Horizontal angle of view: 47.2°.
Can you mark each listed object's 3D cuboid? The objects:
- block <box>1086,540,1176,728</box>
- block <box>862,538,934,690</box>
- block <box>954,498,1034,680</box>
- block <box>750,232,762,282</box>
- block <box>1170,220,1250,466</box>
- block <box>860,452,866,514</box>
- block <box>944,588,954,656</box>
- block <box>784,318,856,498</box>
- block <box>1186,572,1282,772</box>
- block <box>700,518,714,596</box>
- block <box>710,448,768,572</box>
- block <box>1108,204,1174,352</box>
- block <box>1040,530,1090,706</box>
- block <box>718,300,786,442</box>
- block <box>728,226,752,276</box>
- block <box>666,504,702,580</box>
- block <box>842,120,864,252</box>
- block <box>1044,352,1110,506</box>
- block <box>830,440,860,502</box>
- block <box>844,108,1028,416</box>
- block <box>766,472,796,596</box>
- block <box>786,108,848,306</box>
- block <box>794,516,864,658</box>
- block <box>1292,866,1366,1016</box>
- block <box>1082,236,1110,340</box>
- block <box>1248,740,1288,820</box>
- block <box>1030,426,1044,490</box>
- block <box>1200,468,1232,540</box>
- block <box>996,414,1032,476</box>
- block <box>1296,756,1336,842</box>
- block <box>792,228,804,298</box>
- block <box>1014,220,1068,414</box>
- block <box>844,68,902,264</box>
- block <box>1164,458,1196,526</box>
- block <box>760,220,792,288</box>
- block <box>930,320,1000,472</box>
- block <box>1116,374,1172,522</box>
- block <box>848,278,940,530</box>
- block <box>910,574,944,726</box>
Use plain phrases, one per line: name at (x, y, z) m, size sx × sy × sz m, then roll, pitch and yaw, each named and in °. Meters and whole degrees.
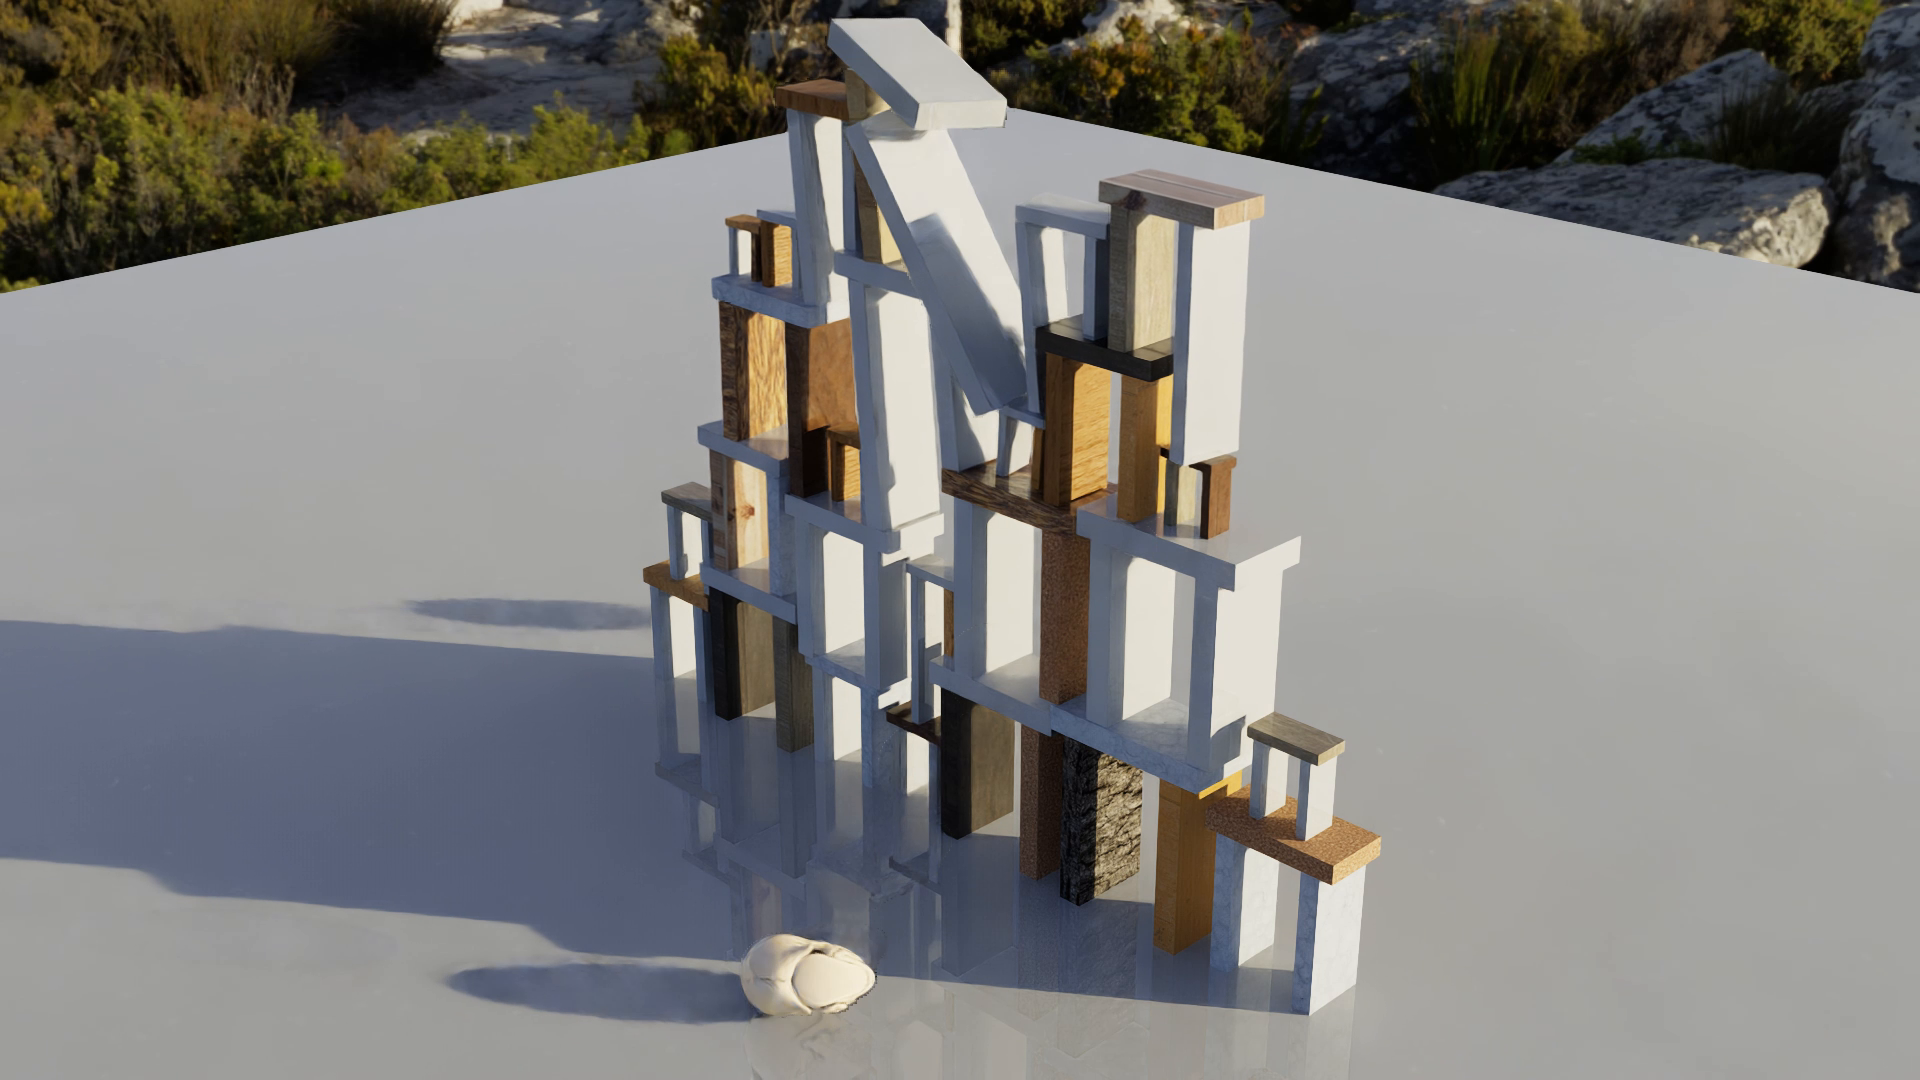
block at (0.309, 0.144, 3.957) m, size 0.050 × 0.353 × 0.176 m, roll 21°, pitch 31°, yaw 41°
block at (-0.122, 0.134, 4.408) m, size 0.043 × 0.304 × 0.152 m, roll 21°, pitch 31°, yaw 40°
block at (0.065, 0.070, 4.188) m, size 0.048 × 0.362 × 0.168 m, roll 21°, pitch 31°, yaw 41°
block at (-0.395, -0.571, 4.409) m, size 0.014 × 0.101 × 0.050 m, roll 23°, pitch 32°, yaw 39°
block at (0.411, -0.331, 3.622) m, size 0.124 × 0.410 × 0.035 m, roll -17°, pitch 28°, yaw -34°
block at (-0.167, -0.123, 4.348) m, size 0.018 × 0.130 × 0.065 m, roll 21°, pitch 31°, yaw 40°
block at (0.001, 0.150, 4.283) m, size 0.020 × 0.140 × 0.070 m, roll 21°, pitch 31°, yaw 41°
block at (-0.277, -0.276, 4.412) m, size 0.041 × 0.361 × 0.146 m, roll 21°, pitch 31°, yaw 41°
block at (0.475, 0.209, 3.804) m, size 0.176 × 0.353 × 0.050 m, roll -21°, pitch 31°, yaw -40°
block at (-0.520, 0.026, 4.799) m, size 0.025 × 0.176 × 0.088 m, roll 21°, pitch 31°, yaw 41°
block at (-0.464, -0.083, 4.692) m, size 0.137 × 0.274 × 0.039 m, roll -21°, pitch 31°, yaw -41°
block at (0.305, -0.450, 3.696) m, size 0.035 × 0.248 × 0.124 m, roll 20°, pitch 30°, yaw 40°
block at (0.223, 0.119, 4.037) m, size 0.048 × 0.336 × 0.168 m, roll 21°, pitch 31°, yaw 41°
block at (-0.425, -0.363, 4.529) m, size 0.041 × 0.292 × 0.146 m, roll 18°, pitch 29°, yaw 35°
block at (-0.444, -0.589, 4.452) m, size 0.014 × 0.101 × 0.050 m, roll 22°, pitch 31°, yaw 40°
block at (-0.603, -0.006, 4.876) m, size 0.025 × 0.176 × 0.088 m, roll 21°, pitch 31°, yaw 41°
block at (-0.164, -0.673, 4.124) m, size 0.121 × 0.243 × 0.034 m, roll -21°, pitch 31°, yaw -40°
block at (0.209, -0.211, 3.905) m, size 0.037 × 0.281 × 0.131 m, roll 21°, pitch 31°, yaw 40°
block at (-0.229, -0.147, 4.405) m, size 0.018 × 0.130 × 0.065 m, roll 21°, pitch 31°, yaw 41°
block at (-0.014, -0.507, 3.906) m, size 0.175 × 0.553 × 0.050 m, roll -32°, pitch 11°, yaw -37°
block at (-0.335, -0.032, 4.573) m, size 0.137 × 0.274 × 0.039 m, roll -21°, pitch 31°, yaw -41°
block at (-0.261, -0.649, 4.241) m, size 0.034 × 0.376 × 0.122 m, roll 14°, pitch 26°, yaw 43°
block at (-0.265, 0.078, 4.540) m, size 0.043 × 0.304 × 0.152 m, roll 21°, pitch 31°, yaw 41°
block at (0.641, 0.675, 3.819) m, size 0.039 × 0.274 × 0.137 m, roll 21°, pitch 31°, yaw 41°
block at (0.251, -0.440, 3.758) m, size 0.026 × 0.181 × 0.090 m, roll 21°, pitch 30°, yaw 40°
block at (0.537, 0.404, 3.817) m, size 0.021 × 0.150 × 0.075 m, roll 21°, pitch 31°, yaw 41°
block at (0.161, -0.164, 3.968) m, size 0.019 × 0.135 × 0.067 m, roll 30°, pitch 44°, yaw 33°
block at (0.433, -0.067, 3.721) m, size 0.017 × 0.120 × 0.060 m, roll 20°, pitch 30°, yaw 39°
block at (0.100, -0.187, 4.022) m, size 0.067 × 0.135 × 0.019 m, roll -28°, pitch 47°, yaw -33°
block at (0.608, 0.431, 3.752) m, size 0.021 × 0.150 × 0.075 m, roll 21°, pitch 31°, yaw 41°
block at (-0.298, -0.551, 4.317) m, size 0.019 × 0.136 × 0.068 m, roll 22°, pitch 32°, yaw 40°
block at (0.148, -0.400, 3.854) m, size 0.026 × 0.344 × 0.090 m, roll 15°, pitch 28°, yaw 42°
block at (-0.113, -0.699, 4.045) m, size 0.175 × 0.350 × 0.050 m, roll -21°, pitch 23°, yaw -40°
block at (0.378, -0.089, 3.772) m, size 0.060 × 0.120 × 0.017 m, roll -19°, pitch 30°, yaw -38°
block at (-0.363, -0.576, 4.375) m, size 0.019 × 0.136 × 0.068 m, roll 22°, pitch 31°, yaw 40°
block at (0.025, -0.299, 4.068) m, size 0.156 × 0.312 × 0.044 m, roll -21°, pitch 25°, yaw -41°
block at (0.331, -0.173, 3.789) m, size 0.037 × 0.261 × 0.130 m, roll 22°, pitch 31°, yaw 40°
block at (-0.126, -0.275, 4.241) m, size 0.156 × 0.491 × 0.044 m, roll -21°, pitch 26°, yaw -41°
block at (-0.065, 0.210, 4.380) m, size 0.020 × 0.325 × 0.070 m, roll 21°, pitch 31°, yaw 41°
